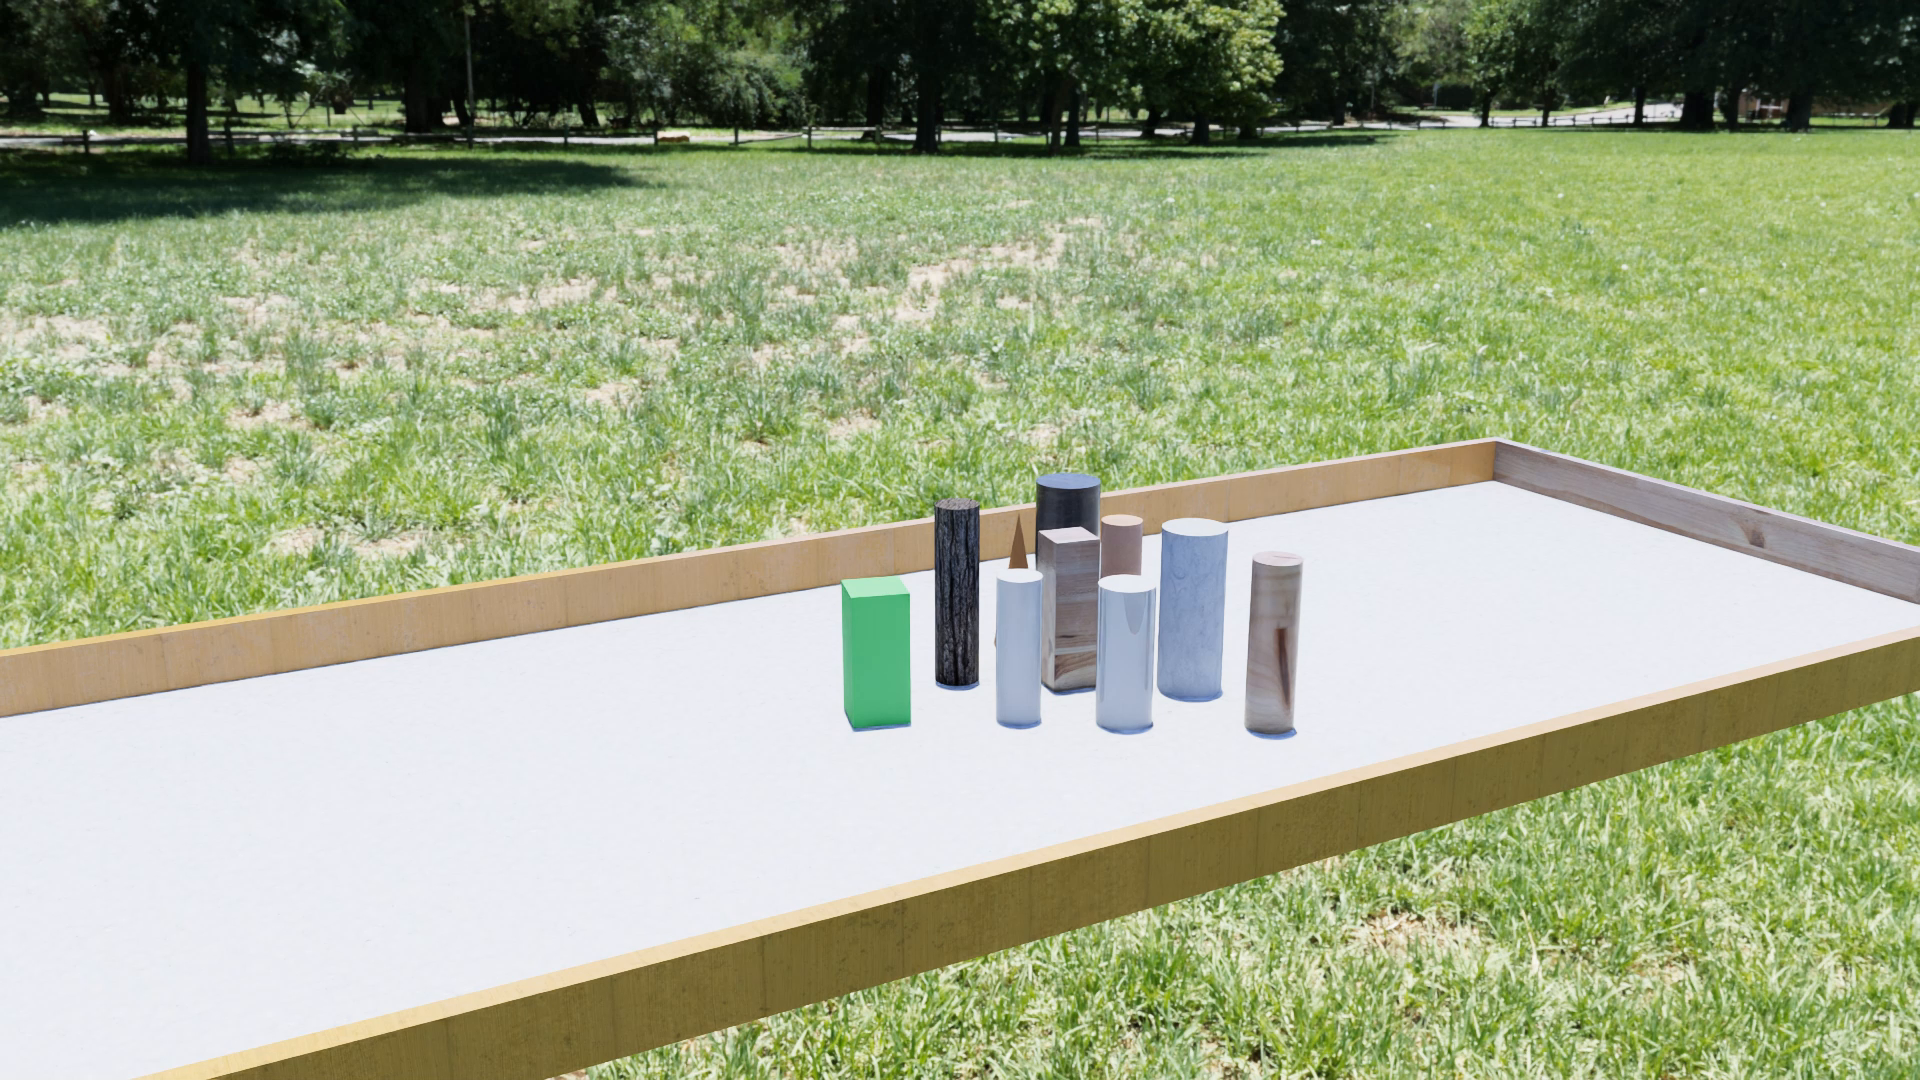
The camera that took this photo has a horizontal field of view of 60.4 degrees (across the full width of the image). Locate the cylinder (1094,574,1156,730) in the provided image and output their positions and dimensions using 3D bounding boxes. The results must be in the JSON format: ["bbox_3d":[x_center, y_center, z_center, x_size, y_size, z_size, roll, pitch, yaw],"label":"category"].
[{"bbox_3d":[0.387,0.263,3.860,0.135,0.338,0.135,0,16,0],"label":"cylinder"}]

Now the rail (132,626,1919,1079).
[{"bbox_3d":[-2.336,1.006,1.665,12.000,0.150,0.050,-9,18,-27],"label":"rail"}]

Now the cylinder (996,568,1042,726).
[{"bbox_3d":[0.139,0.251,3.877,0.108,0.352,0.108,0,16,0],"label":"cylinder"}]

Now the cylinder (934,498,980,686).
[{"bbox_3d":[-0.007,0.130,4.104,0.112,0.456,0.112,0,16,0],"label":"cylinder"}]

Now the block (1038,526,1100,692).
[{"bbox_3d":[0.267,0.172,4.090,0.115,0.384,0.115,-6,17,-19],"label":"block"}]

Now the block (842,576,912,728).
[{"bbox_3d":[-0.198,0.263,3.890,0.138,0.322,0.138,-4,17,-13],"label":"block"}]

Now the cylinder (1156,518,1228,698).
[{"bbox_3d":[0.571,0.166,4.057,0.160,0.413,0.160,0,16,0],"label":"cylinder"}]

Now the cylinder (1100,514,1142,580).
[{"bbox_3d":[0.424,0.113,4.358,0.108,0.345,0.108,0,16,0],"label":"cylinder"}]

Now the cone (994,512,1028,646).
[{"bbox_3d":[0.154,0.102,4.360,0.129,0.365,0.129,0,16,0],"label":"cone"}]

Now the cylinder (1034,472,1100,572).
[{"bbox_3d":[0.298,0.024,4.582,0.178,0.389,0.178,0,16,0],"label":"cylinder"}]

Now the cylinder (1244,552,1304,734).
[{"bbox_3d":[0.725,0.238,3.818,0.116,0.409,0.116,0,16,0],"label":"cylinder"}]

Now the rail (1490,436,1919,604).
[{"bbox_3d":[2.466,-0.048,5.253,0.050,0.150,2.100,-9,18,-27],"label":"rail"}]

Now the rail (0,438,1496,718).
[{"bbox_3d":[-3.305,0.497,3.399,12.000,0.150,0.050,-9,18,-27],"label":"rail"}]
